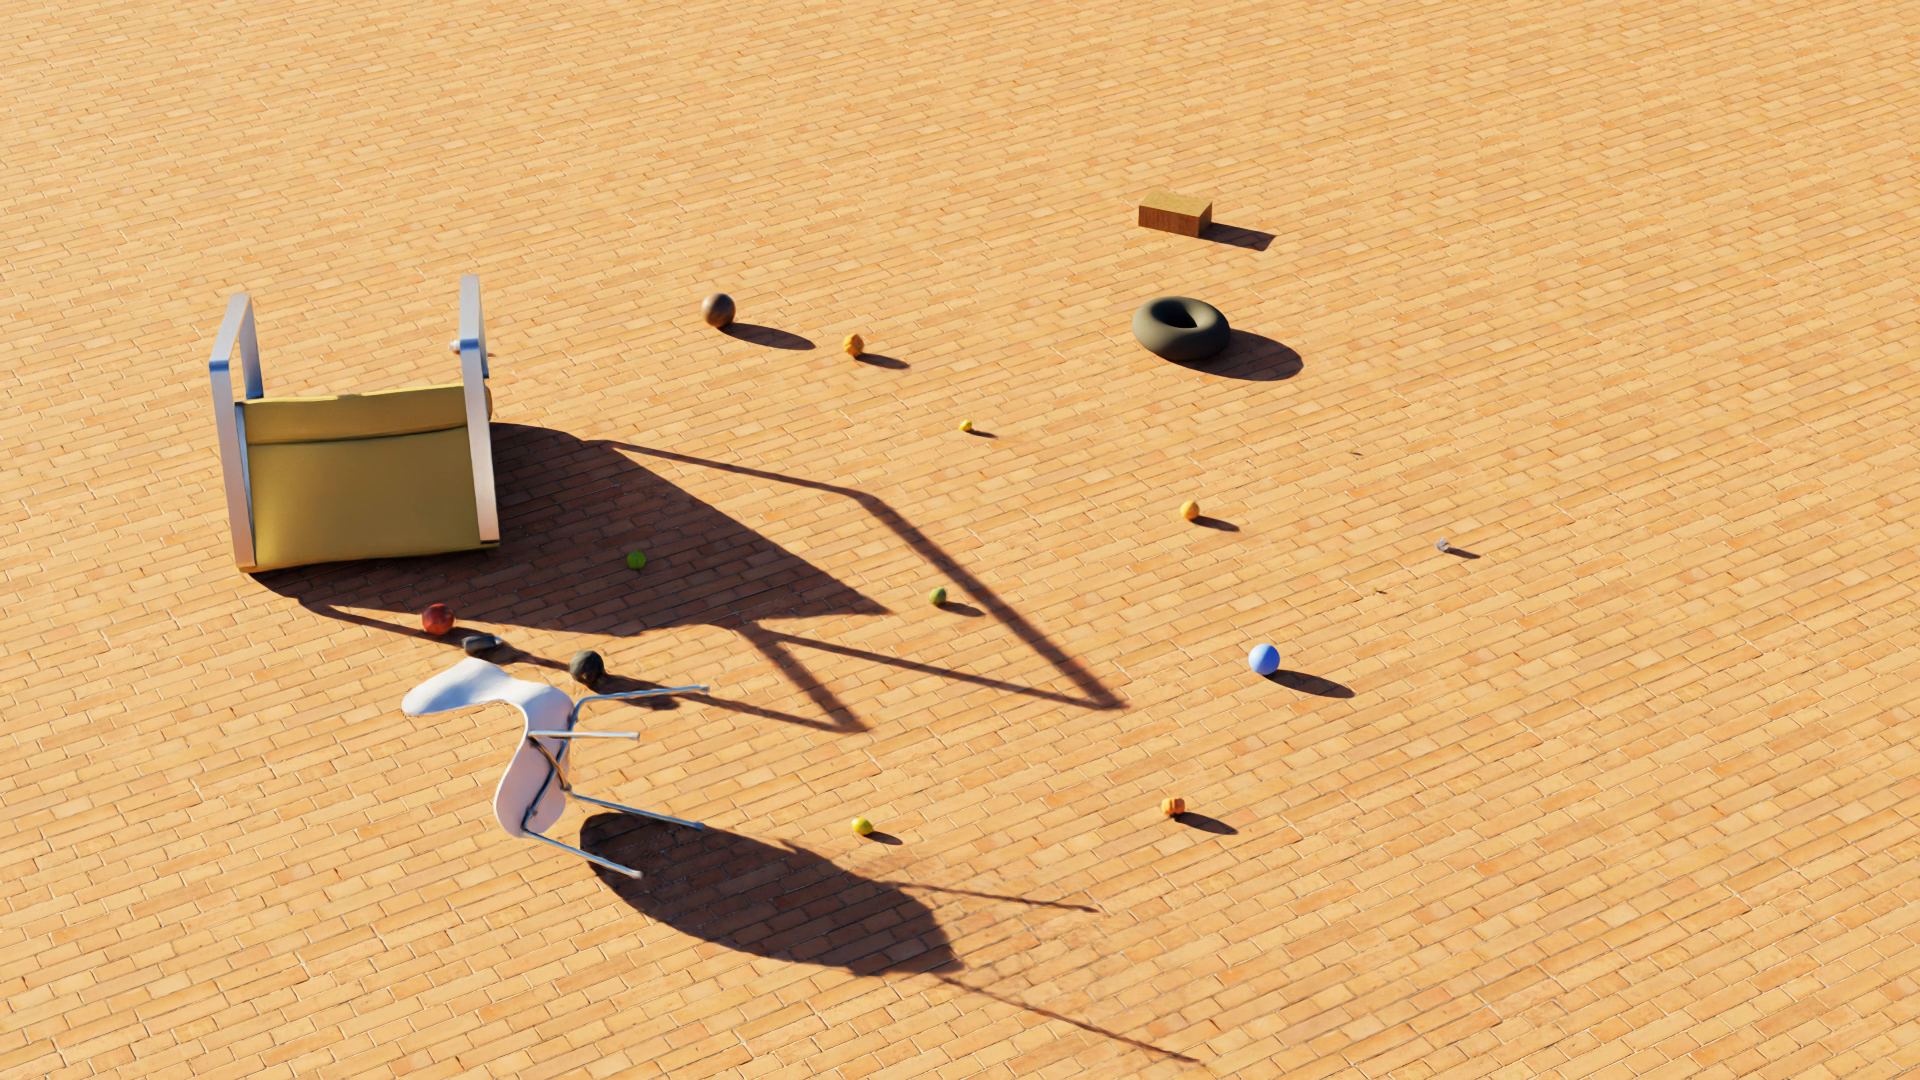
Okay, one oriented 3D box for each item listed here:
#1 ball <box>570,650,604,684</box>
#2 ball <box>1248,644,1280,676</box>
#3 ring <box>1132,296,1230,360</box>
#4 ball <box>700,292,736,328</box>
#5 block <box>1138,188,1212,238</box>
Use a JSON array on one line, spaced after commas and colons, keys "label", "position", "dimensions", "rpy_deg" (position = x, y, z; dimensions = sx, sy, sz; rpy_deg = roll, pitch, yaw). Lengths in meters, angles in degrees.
[{"label": "ball", "position": [-1.295, 0.441, 10.166], "dimensions": [0.120, 0.120, 0.120], "rpy_deg": [0, 33, 0]}, {"label": "ball", "position": [1.061, 0.416, 10.214], "dimensions": [0.109, 0.109, 0.109], "rpy_deg": [0, 33, 0]}, {"label": "ring", "position": [0.917, -0.878, 12.160], "dimensions": [0.391, 0.132, 0.431], "rpy_deg": [-23, 40, -32]}, {"label": "ball", "position": [-1.010, -0.963, 12.271], "dimensions": [0.149, 0.149, 0.149], "rpy_deg": [0, 33, 0]}, {"label": "block", "position": [0.959, -1.455, 13.058], "dimensions": [0.284, 0.104, 0.175], "rpy_deg": [14, 36, 20]}]
